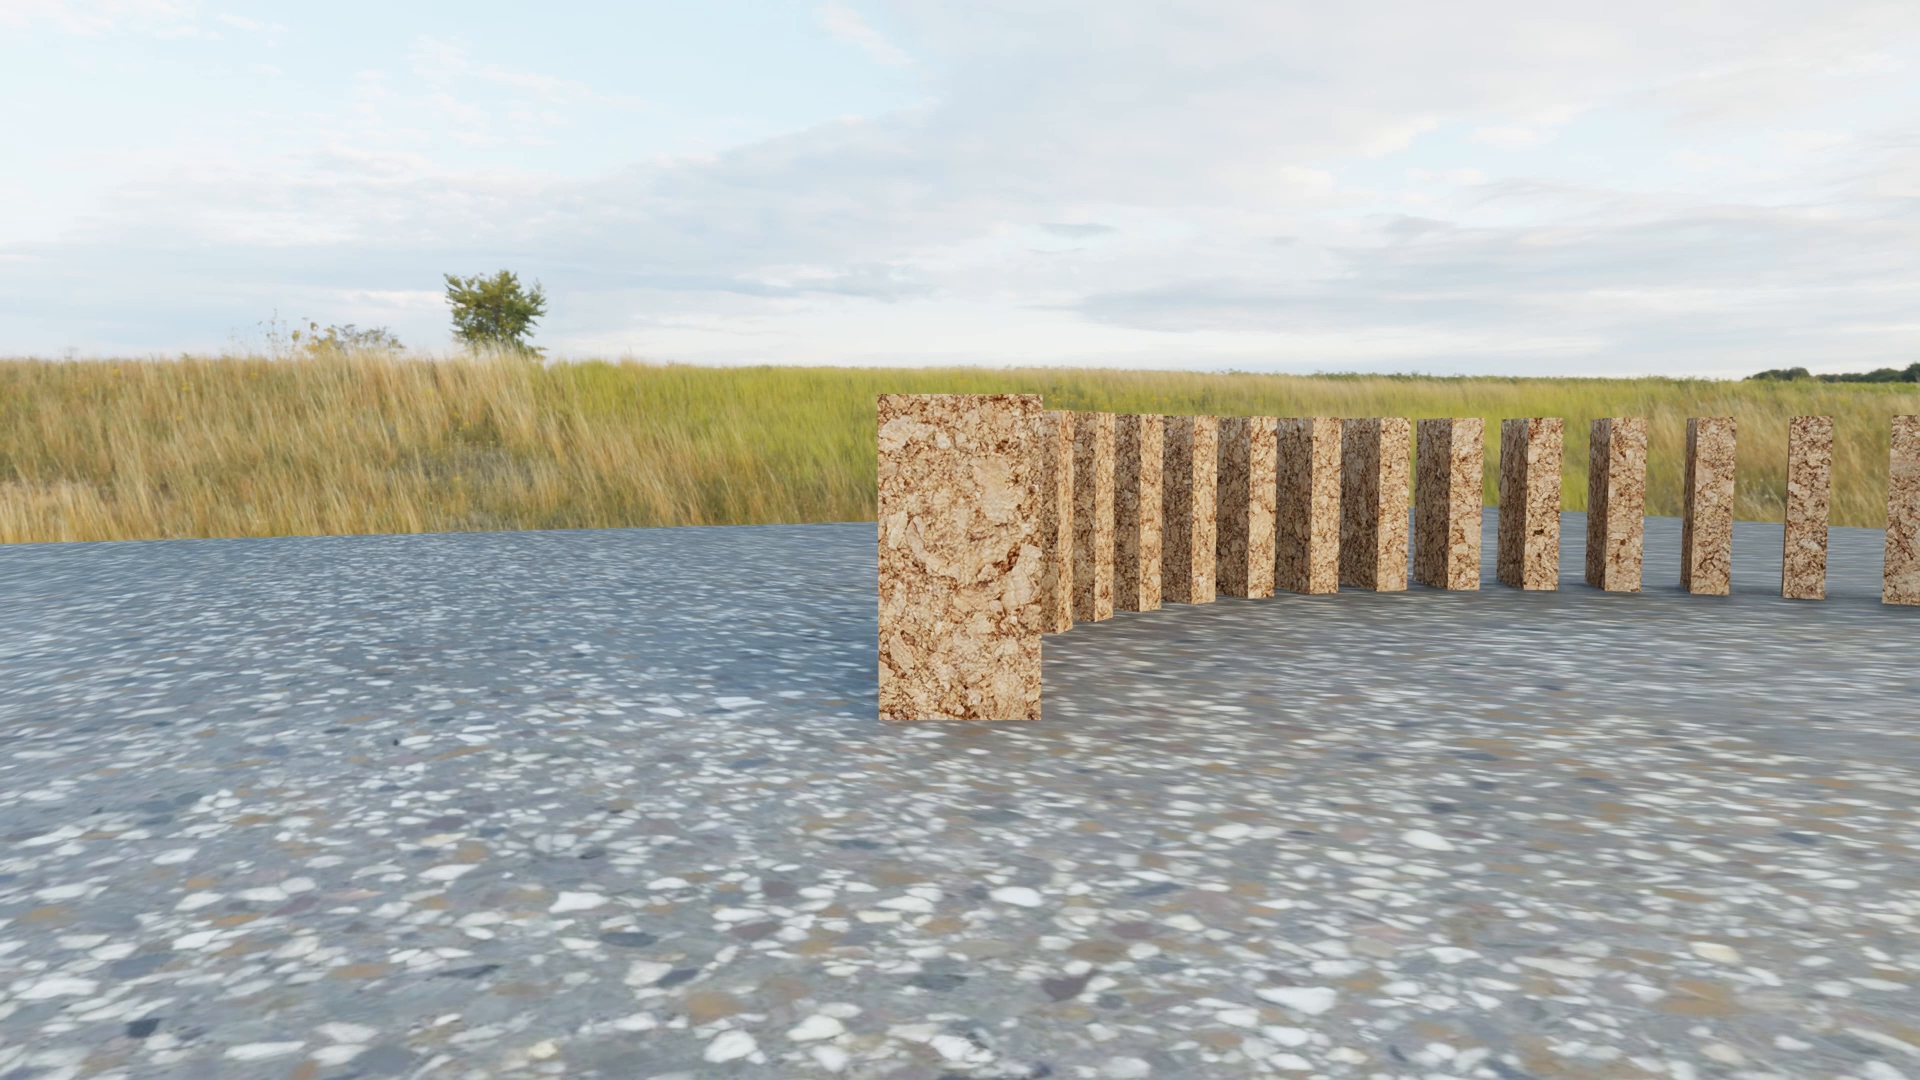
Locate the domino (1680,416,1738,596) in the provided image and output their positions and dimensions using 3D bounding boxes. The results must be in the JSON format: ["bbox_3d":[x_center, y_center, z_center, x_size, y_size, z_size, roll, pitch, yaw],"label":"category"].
[{"bbox_3d":[0.217,-0.010,0.373,0.010,0.050,0.025,2,5,23],"label":"domino"}]

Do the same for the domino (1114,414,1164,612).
[{"bbox_3d":[0.040,-0.008,0.335,0.025,0.050,0.009,4,6,43],"label":"domino"}]

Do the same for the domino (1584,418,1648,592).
[{"bbox_3d":[0.194,-0.011,0.381,0.010,0.050,0.025,1,4,14],"label":"domino"}]

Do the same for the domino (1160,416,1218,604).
[{"bbox_3d":[0.057,-0.009,0.351,0.009,0.050,0.025,-3,5,-38],"label":"domino"}]

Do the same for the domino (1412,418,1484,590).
[{"bbox_3d":[0.146,-0.011,0.385,0.009,0.050,0.025,0,4,-3],"label":"domino"}]

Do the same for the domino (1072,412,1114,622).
[{"bbox_3d":[0.025,-0.006,0.316,0.025,0.050,0.009,3,5,34],"label":"domino"}]

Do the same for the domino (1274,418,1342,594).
[{"bbox_3d":[0.099,-0.011,0.375,0.009,0.050,0.025,-2,5,-21],"label":"domino"}]

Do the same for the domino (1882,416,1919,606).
[{"bbox_3d":[0.258,-0.009,0.348,0.009,0.050,0.025,4,6,40],"label":"domino"}]

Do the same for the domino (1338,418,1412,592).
[{"bbox_3d":[0.122,-0.011,0.382,0.009,0.050,0.025,-1,4,-12],"label":"domino"}]

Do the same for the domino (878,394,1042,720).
[{"bbox_3d":[0.000,0.002,0.201,0.025,0.050,0.010,0,4,0],"label":"domino"}]

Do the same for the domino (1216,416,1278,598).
[{"bbox_3d":[0.077,-0.010,0.365,0.009,0.050,0.025,-2,5,-30],"label":"domino"}]

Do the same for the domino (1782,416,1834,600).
[{"bbox_3d":[0.239,-0.010,0.362,0.009,0.050,0.025,3,5,32],"label":"domino"}]

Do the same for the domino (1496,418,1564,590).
[{"bbox_3d":[0.171,-0.011,0.385,0.010,0.050,0.025,0,4,6],"label":"domino"}]

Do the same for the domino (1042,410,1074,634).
[{"bbox_3d":[0.013,-0.005,0.295,0.025,0.050,0.009,2,5,25],"label":"domino"}]
